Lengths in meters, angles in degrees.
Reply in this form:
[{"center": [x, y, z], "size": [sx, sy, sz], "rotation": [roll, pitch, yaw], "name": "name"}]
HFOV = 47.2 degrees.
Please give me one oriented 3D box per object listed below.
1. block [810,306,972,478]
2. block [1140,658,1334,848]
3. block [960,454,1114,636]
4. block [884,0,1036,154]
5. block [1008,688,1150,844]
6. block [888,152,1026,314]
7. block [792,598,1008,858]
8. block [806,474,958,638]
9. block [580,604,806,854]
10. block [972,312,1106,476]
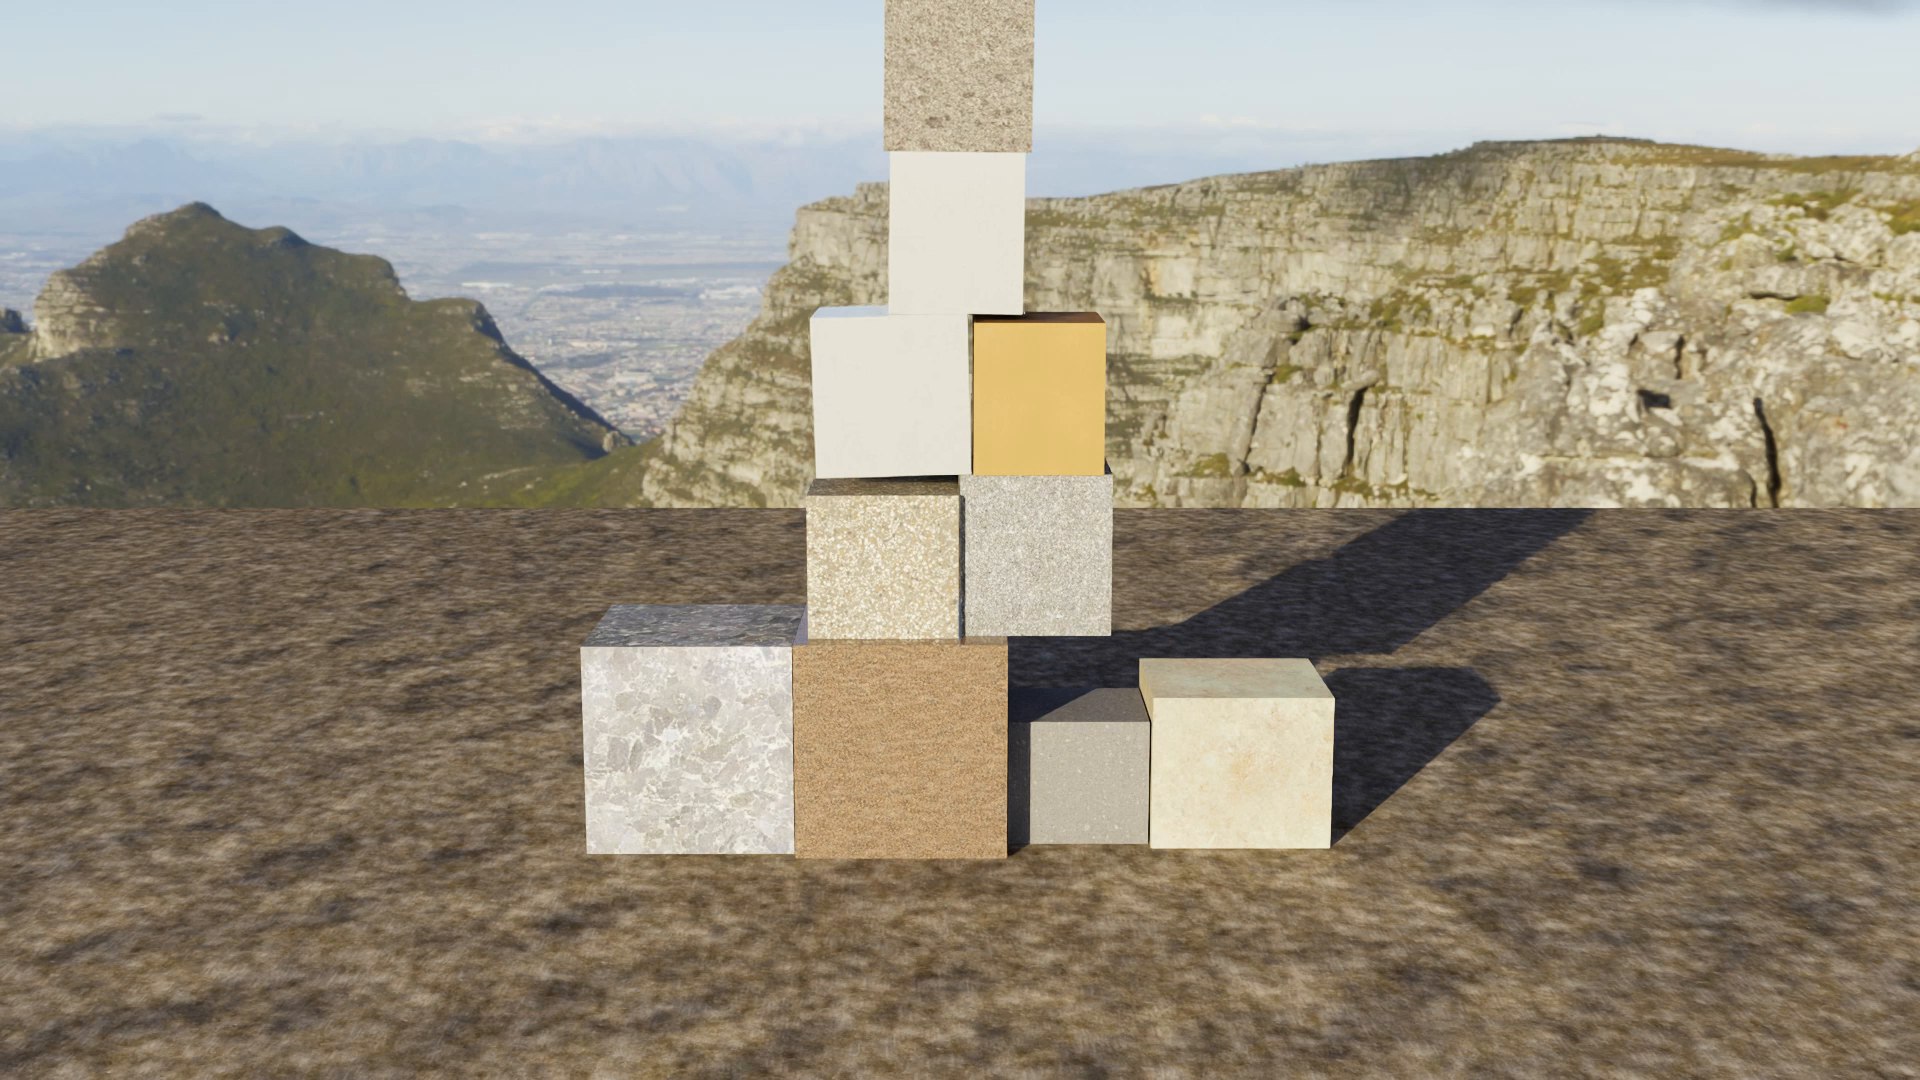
[{"center": [-0.335, -0.760, 11.050], "size": [0.760, 0.782, 0.706], "rotation": [-2, 10, 0], "name": "block"}, {"center": [1.409, 1.091, 11.397], "size": [0.899, 0.776, 0.850], "rotation": [0, 10, 0], "name": "block"}, {"center": [0.376, 0.013, 11.191], "size": [0.747, 0.807, 0.723], "rotation": [0, 10, 0], "name": "block"}, {"center": [-0.006, -2.300, 10.776], "size": [0.713, 0.784, 0.640], "rotation": [1, 10, 0], "name": "block"}, {"center": [0.596, 1.161, 11.405], "size": [0.708, 0.634, 0.698], "rotation": [0, 10, 0], "name": "block"}, {"center": [-0.016, -1.532, 10.893], "size": [0.647, 0.770, 0.650], "rotation": [1, 10, 0], "name": "block"}, {"center": [-0.291, 0.945, 11.342], "size": [1.047, 1.082, 1.113], "rotation": [0, 10, 0], "name": "block"}, {"center": [-0.378, 0.063, 11.177], "size": [0.741, 0.714, 0.812], "rotation": [0, 10, 0], "name": "block"}, {"center": [-1.342, 0.955, 11.358], "size": [1.034, 1.058, 0.998], "rotation": [0, 10, 0], "name": "block"}, {"center": [0.385, -0.747, 11.036], "size": [0.638, 0.742, 0.730], "rotation": [0, 10, 0], "name": "block"}]
